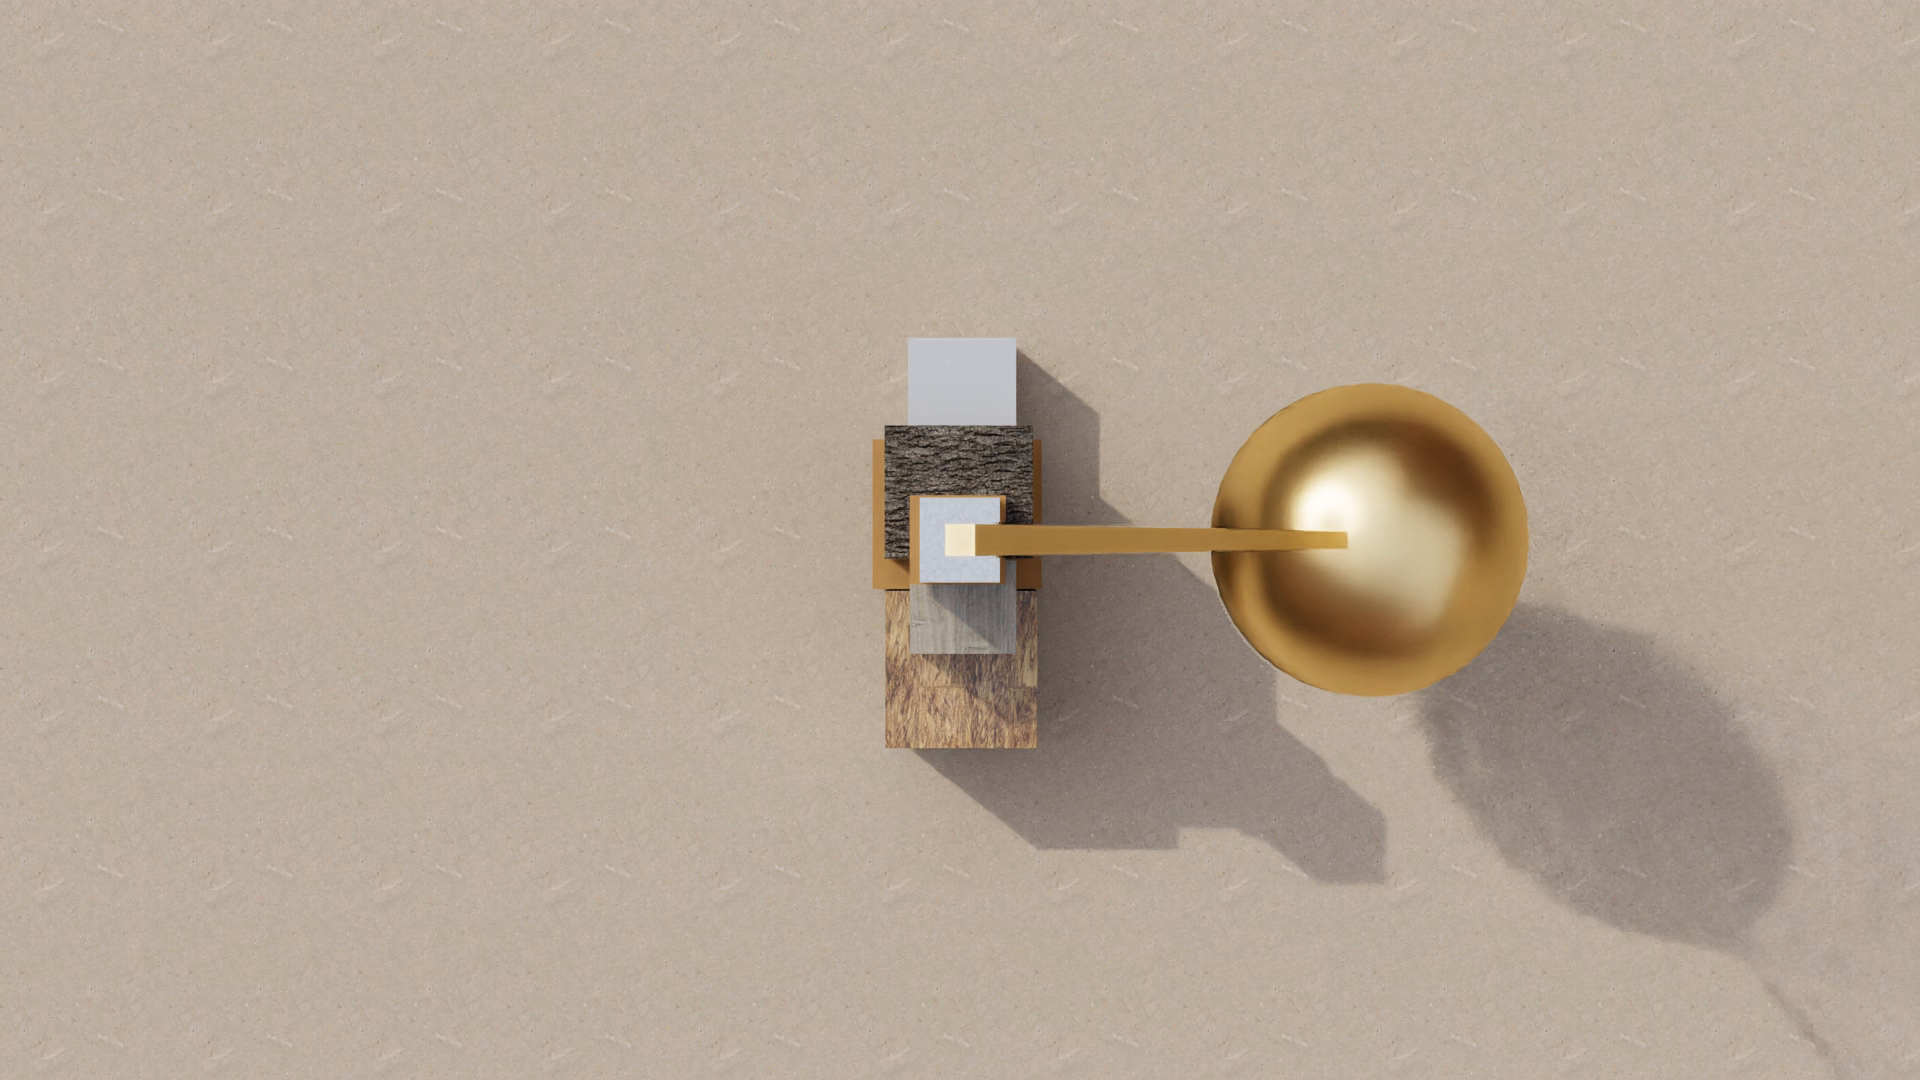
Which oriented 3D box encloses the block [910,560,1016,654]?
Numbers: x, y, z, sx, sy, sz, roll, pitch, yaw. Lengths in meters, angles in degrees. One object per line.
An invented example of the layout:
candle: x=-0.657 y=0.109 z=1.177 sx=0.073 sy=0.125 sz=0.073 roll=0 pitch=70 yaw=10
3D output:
block: x=0.016 y=0.352 z=11.827 sx=0.560 sy=0.550 sz=0.491 roll=0 pitch=90 yaw=0

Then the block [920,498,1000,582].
block: x=-0.001 y=0.000 z=10.792 sx=0.386 sy=0.386 sz=0.409 roll=0 pitch=90 yaw=0

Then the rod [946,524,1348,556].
rod: x=0.899 y=0.000 z=7.999 sx=0.080 sy=5.200 sz=0.080 roll=0 pitch=90 yaw=20

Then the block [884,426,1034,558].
block: x=-0.006 y=-0.251 z=11.788 sx=0.774 sy=0.658 sz=0.694 roll=0 pitch=90 yaw=0

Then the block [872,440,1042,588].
block: x=-0.016 y=-0.142 z=12.559 sx=0.931 sy=0.883 sz=0.824 roll=0 pitch=90 yaw=0

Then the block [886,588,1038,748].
block: x=0.008 y=0.713 z=12.551 sx=0.836 sy=0.898 sz=0.866 roll=0 pitch=90 yaw=0

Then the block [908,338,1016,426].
block: x=0.012 y=-0.855 z=12.738 sx=0.613 sy=0.524 sz=0.582 roll=0 pitch=90 yaw=0

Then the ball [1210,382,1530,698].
ball: x=2.074 y=0.000 z=11.189 sx=1.600 sy=1.600 sz=1.600 roll=0 pitch=90 yaw=0

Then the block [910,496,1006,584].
block: x=-0.011 y=0.000 z=11.222 sx=0.479 sy=0.474 sz=0.444 roll=0 pitch=90 yaw=0
